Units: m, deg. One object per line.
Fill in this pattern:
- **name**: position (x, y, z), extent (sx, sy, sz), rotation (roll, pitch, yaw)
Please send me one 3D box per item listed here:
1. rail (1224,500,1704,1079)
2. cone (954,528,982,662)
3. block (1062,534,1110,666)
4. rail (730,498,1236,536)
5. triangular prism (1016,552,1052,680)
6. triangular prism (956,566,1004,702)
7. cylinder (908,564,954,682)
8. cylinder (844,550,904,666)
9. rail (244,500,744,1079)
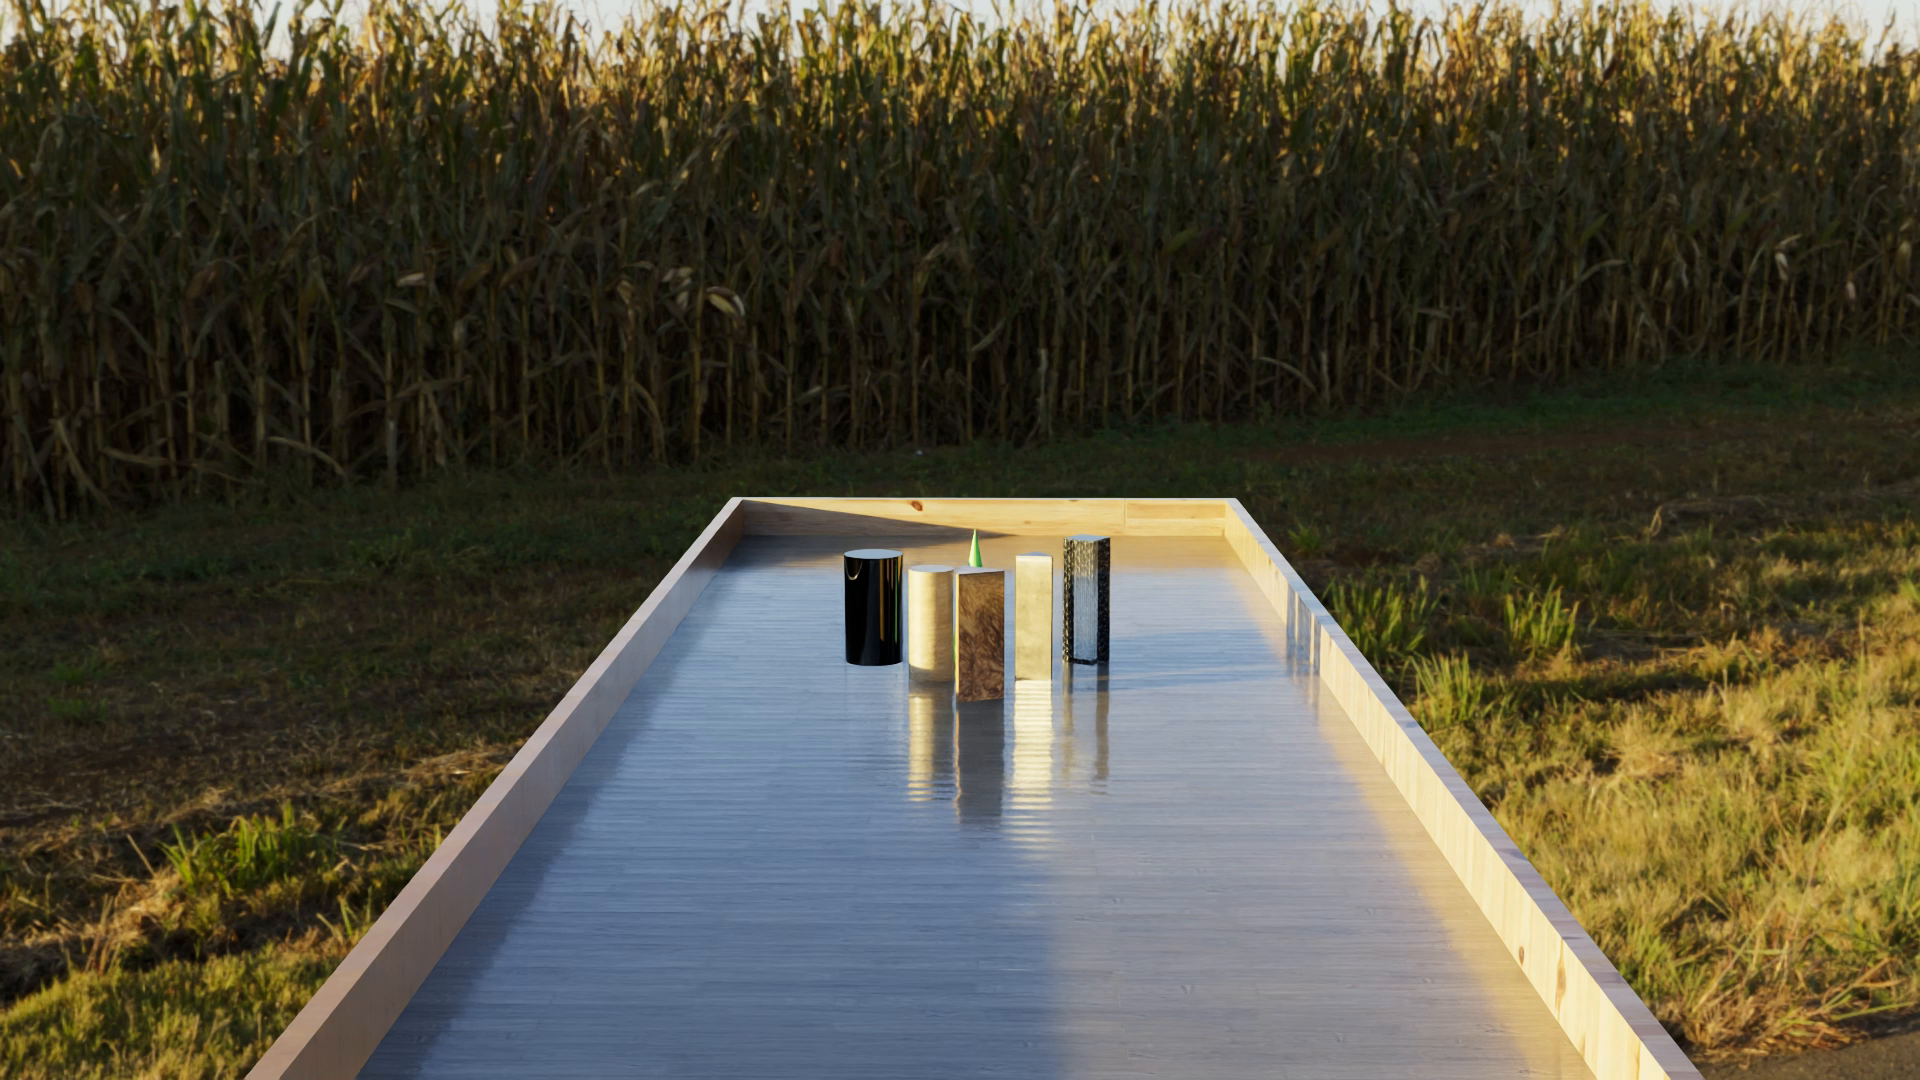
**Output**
- **rail**: position (1.046, 0.843, 3.208), extent (0.050, 0.150, 12.000), rotation (0, 9, 1)
- **cone**: position (0.046, 0.162, 6.694), extent (0.155, 0.404, 0.155), rotation (0, 9, 0)
- **block**: position (0.383, 0.180, 6.661), extent (0.103, 0.379, 0.103), rotation (6, 11, 34)
- **rail**: position (0.099, -0.098, 9.147), extent (2.100, 0.150, 0.050), rotation (0, 9, 1)
- **triangular prism**: position (0.222, 0.220, 6.457), extent (0.108, 0.364, 0.094), rotation (1, 9, 9)
- **triangular prism**: position (0.033, 0.260, 6.205), extent (0.147, 0.364, 0.127), rotation (-4, 10, -24)
- **cylinder**: position (-0.084, 0.244, 6.435), extent (0.132, 0.325, 0.132), rotation (0, 9, 0)
- **cylinder**: position (-0.262, 0.204, 6.676), extent (0.178, 0.328, 0.178), rotation (0, 9, 0)
- **rail**: position (-1.004, 0.839, 3.234), extent (0.050, 0.150, 12.000), rotation (0, 9, 1)
